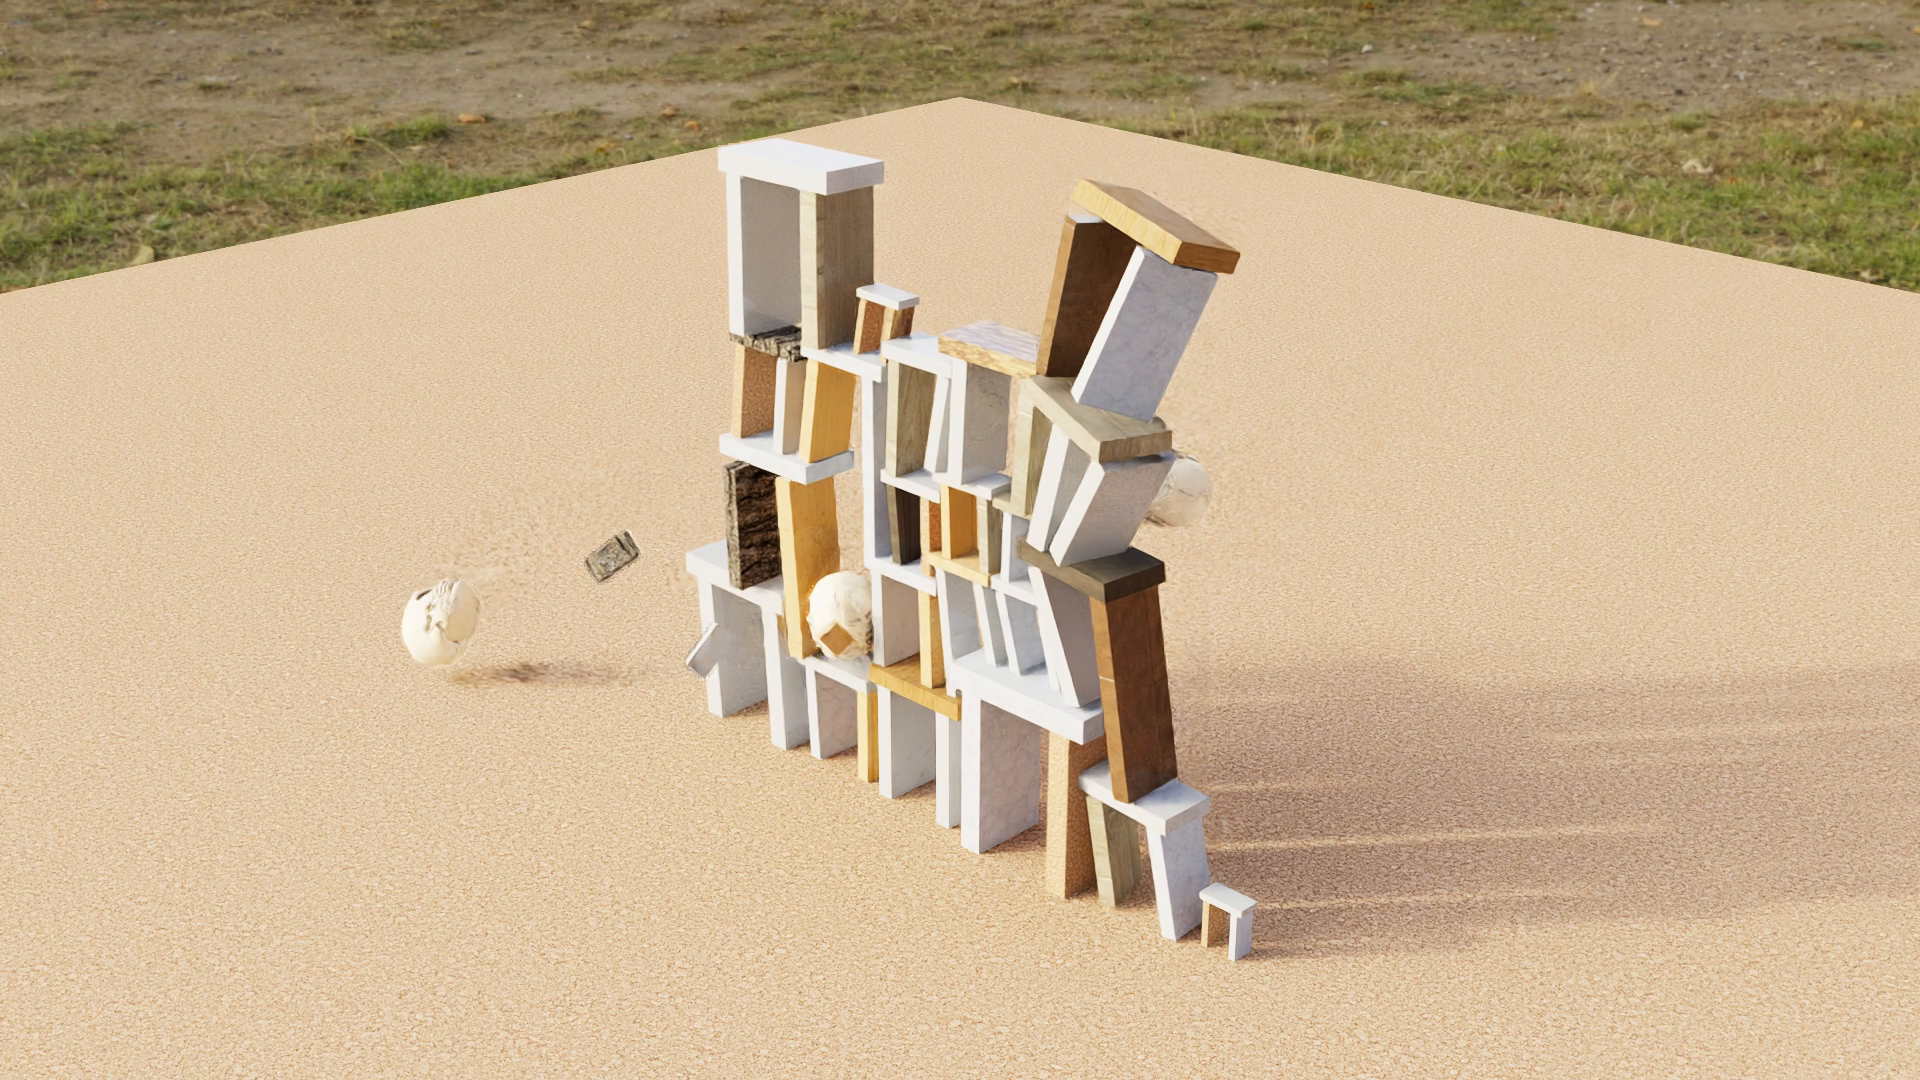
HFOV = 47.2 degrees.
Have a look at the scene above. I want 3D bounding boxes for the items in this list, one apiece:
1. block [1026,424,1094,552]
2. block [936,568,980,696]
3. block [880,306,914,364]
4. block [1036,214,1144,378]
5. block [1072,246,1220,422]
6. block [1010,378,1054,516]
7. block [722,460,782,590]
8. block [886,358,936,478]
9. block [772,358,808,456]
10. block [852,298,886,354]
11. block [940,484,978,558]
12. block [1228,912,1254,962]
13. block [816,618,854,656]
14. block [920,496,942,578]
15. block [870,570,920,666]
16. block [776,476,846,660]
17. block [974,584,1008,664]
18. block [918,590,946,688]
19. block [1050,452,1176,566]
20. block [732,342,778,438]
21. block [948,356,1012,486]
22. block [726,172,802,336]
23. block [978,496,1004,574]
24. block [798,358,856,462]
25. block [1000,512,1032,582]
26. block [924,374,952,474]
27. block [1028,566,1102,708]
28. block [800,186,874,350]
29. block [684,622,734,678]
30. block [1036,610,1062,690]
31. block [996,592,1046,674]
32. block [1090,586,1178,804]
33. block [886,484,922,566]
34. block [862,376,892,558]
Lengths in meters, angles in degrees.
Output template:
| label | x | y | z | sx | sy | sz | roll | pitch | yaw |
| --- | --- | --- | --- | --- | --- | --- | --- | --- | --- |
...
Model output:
| label | x | y | z | sx | sy | sz | roll | pitch | yaw |
| --- | --- | --- | --- | --- | --- | --- | --- | --- | --- |
| block | 0.202 | -0.121 | 3.908 | 0.039 | 0.276 | 0.138 | 35 | 42 | 28 |
| block | 0.000 | 0.169 | 4.289 | 0.080 | 0.264 | 0.023 | -21 | 24 | -41 |
| block | -0.119 | -0.394 | 4.182 | 0.016 | 0.113 | 0.057 | 33 | 36 | 34 |
| block | 0.224 | -0.414 | 3.762 | 0.139 | 0.277 | 0.039 | -1 | 26 | -26 |
| block | 0.303 | -0.336 | 3.613 | 0.139 | 0.277 | 0.039 | 13 | 27 | -21 |
| block | 0.155 | -0.183 | 3.982 | 0.035 | 0.264 | 0.124 | 27 | 34 | 38 |
| block | -0.425 | -0.042 | 4.576 | 0.038 | 0.267 | 0.134 | 18 | 29 | 39 |
| block | -0.095 | -0.244 | 4.221 | 0.028 | 0.237 | 0.099 | 25 | 33 | 39 |
| block | -0.323 | -0.279 | 4.427 | 0.102 | 0.203 | 0.029 | -20 | 37 | -39 |
| block | -0.173 | -0.417 | 4.229 | 0.016 | 0.113 | 0.057 | 31 | 35 | 34 |
| block | -0.001 | -0.046 | 4.206 | 0.021 | 0.150 | 0.075 | 20 | 30 | 41 |
| block | 0.507 | 0.708 | 3.969 | 0.014 | 0.095 | 0.048 | 21 | 31 | 41 |
| block | -0.247 | 0.193 | 4.352 | 0.048 | 0.096 | 0.014 | -41 | 60 | -2 |
| block | -0.038 | -0.016 | 4.260 | 0.023 | 0.163 | 0.081 | 20 | 30 | 41 |
| block | -0.129 | 0.143 | 4.428 | 0.102 | 0.203 | 0.029 | -21 | 29 | -41 |
| block | -0.307 | 0.041 | 4.540 | 0.038 | 0.393 | 0.134 | 14 | 27 | 36 |
| block | 0.075 | 0.150 | 4.200 | 0.080 | 0.159 | 0.023 | -21 | 17 | -41 |
| block | -0.032 | 0.181 | 4.340 | 0.102 | 0.203 | 0.029 | -21 | 29 | -41 |
| block | 0.260 | -0.061 | 3.784 | 0.138 | 0.276 | 0.039 | -12 | 60 | -24 |
| block | -0.417 | -0.317 | 4.520 | 0.102 | 0.203 | 0.029 | -20 | 37 | -40 |
| block | 0.037 | -0.235 | 4.083 | 0.035 | 0.247 | 0.124 | 24 | 33 | 38 |
| block | -0.388 | -0.581 | 4.386 | 0.153 | 0.323 | 0.043 | -18 | 29 | -40 |
| block | 0.070 | -0.018 | 4.140 | 0.075 | 0.150 | 0.021 | -21 | 29 | -40 |
| block | -0.262 | -0.270 | 4.384 | 0.031 | 0.219 | 0.109 | 31 | 36 | 35 |
| block | 0.110 | 0.004 | 4.110 | 0.020 | 0.138 | 0.069 | 24 | 33 | 39 |
| block | -0.011 | -0.229 | 4.137 | 0.028 | 0.197 | 0.099 | 32 | 38 | 33 |
| block | 0.222 | 0.158 | 4.039 | 0.134 | 0.267 | 0.038 | -21 | 9 | -34 |
| block | -0.236 | -0.532 | 4.246 | 0.043 | 0.306 | 0.153 | 19 | 28 | 40 |
| block | -0.479 | 0.211 | 4.206 | 0.096 | 0.048 | 0.014 | -54 | 30 | -10 |
| block | 0.192 | 0.194 | 4.100 | 0.079 | 0.157 | 0.022 | -21 | 15 | -40 |
| block | 0.118 | 0.165 | 4.168 | 0.079 | 0.157 | 0.022 | -21 | 15 | -41 |
| block | 0.314 | 0.266 | 3.943 | 0.134 | 0.399 | 0.038 | -24 | 25 | -37 |
| block | -0.100 | -0.041 | 4.316 | 0.081 | 0.163 | 0.023 | -21 | 26 | -41 |
| block | -0.140 | -0.154 | 4.317 | 0.031 | 0.371 | 0.109 | 22 | 31 | 40 |
